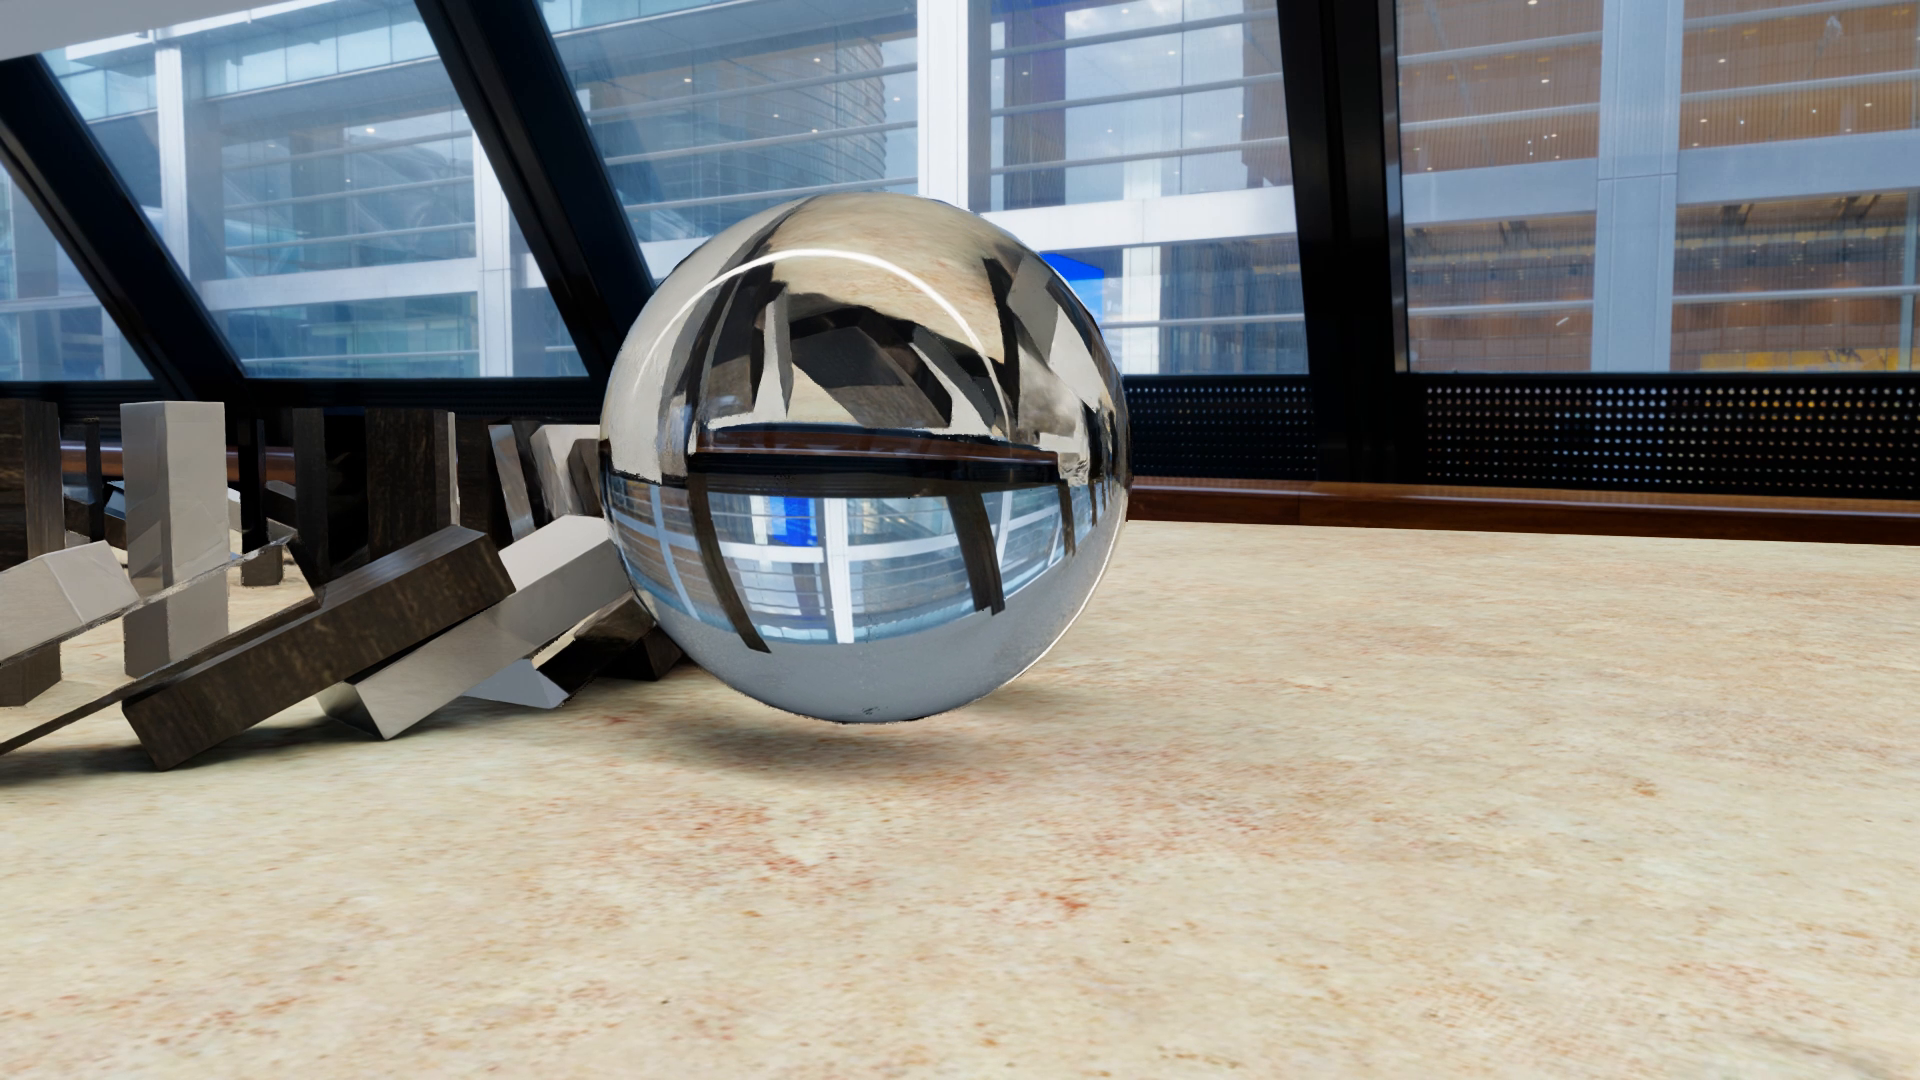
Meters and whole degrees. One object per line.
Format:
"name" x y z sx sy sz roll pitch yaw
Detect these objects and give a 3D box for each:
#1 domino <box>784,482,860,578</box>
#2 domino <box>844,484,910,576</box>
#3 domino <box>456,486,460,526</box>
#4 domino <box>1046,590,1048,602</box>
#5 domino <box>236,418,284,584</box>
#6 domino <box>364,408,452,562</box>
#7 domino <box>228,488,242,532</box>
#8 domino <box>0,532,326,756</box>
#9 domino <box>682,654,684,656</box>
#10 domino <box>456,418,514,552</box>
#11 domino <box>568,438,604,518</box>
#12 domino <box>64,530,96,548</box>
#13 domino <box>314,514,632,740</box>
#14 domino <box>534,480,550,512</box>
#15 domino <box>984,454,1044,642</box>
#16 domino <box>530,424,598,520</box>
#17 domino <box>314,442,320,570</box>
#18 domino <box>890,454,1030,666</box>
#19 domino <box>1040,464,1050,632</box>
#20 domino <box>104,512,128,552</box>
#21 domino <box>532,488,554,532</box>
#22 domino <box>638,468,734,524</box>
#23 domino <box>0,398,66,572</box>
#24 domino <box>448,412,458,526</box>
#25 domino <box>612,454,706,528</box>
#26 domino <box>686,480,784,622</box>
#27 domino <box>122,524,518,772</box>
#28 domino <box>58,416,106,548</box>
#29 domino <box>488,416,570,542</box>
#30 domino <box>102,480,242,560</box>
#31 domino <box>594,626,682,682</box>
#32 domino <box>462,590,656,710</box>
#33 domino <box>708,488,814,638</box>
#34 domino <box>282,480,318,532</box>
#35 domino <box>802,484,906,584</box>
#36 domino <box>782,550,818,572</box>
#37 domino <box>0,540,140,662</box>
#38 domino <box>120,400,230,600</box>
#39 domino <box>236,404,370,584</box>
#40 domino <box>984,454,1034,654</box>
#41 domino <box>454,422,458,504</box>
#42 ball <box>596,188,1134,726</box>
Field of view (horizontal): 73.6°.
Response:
"domino" -0.047 -0.004 0.431 0.025 0.009 0.050 -4 30 -42
"domino" -0.014 -0.002 0.395 0.025 0.009 0.050 -2 30 -29
"domino" -0.181 -0.008 0.484 0.050 0.009 0.025 24 6 3
"domino" 0.007 0.003 0.327 0.025 0.010 0.050 0 29 -2
"domino" -0.219 -0.013 0.402 0.010 0.050 0.025 -2 5 -24
"domino" -0.127 -0.004 0.283 0.025 0.050 0.009 0 4 -4
"domino" -0.254 -0.007 0.467 0.050 0.010 0.025 24 -2 -15
"domino" -0.113 0.015 0.172 0.050 0.009 0.025 -28 15 -21
"domino" -0.054 0.007 0.276 0.025 0.009 0.050 1 31 15
"domino" -0.146 -0.013 0.405 0.009 0.050 0.025 0 4 14
"domino" -0.096 -0.008 0.380 0.025 0.050 0.010 -3 -36 -39
"domino" -0.313 -0.004 0.423 0.050 0.009 0.025 28 -16 -40
"domino" -0.076 0.012 0.206 0.025 0.009 0.050 5 31 46
"domino" -0.131 -0.008 0.480 0.050 0.010 0.025 28 14 20
"domino" 0.006 0.001 0.290 0.025 0.009 0.050 0 46 5
"domino" -0.112 -0.011 0.393 0.025 0.050 0.009 -4 -23 -47
"domino" -0.195 -0.013 0.408 0.009 0.050 0.025 -1 4 -7
"domino" 0.001 0.003 0.262 0.025 0.009 0.050 0 46 5
"domino" 0.008 0.001 0.306 0.025 0.009 0.050 0 41 5
"domino" -0.296 -0.005 0.442 0.050 0.009 0.025 27 -11 -31
"domino" -0.157 -0.008 0.483 0.050 0.010 0.025 26 9 9
"domino" -0.070 -0.001 0.346 0.025 0.009 0.050 -2 38 -24
"domino" -0.165 0.001 0.224 0.009 0.050 0.025 -2 5 -23
"domino" -0.134 -0.005 0.306 0.025 0.050 0.009 -2 5 -24
"domino" -0.081 -0.004 0.365 0.025 0.009 0.050 -2 44 -27
"domino" -0.058 0.002 0.325 0.025 0.009 0.050 0 34 -6
"domino" -0.093 0.014 0.187 0.050 0.010 0.025 -30 19 -27
"domino" -0.258 -0.010 0.373 0.025 0.050 0.009 4 6 43
"domino" -0.129 -0.013 0.400 0.010 0.050 0.025 -15 -3 26
"domino" -0.276 -0.006 0.457 0.050 0.009 0.025 24 -5 -20
"domino" -0.058 0.009 0.252 0.025 0.009 0.050 2 30 22
"domino" -0.065 0.011 0.229 0.025 0.009 0.050 3 30 31
"domino" -0.052 0.004 0.301 0.025 0.009 0.050 1 32 8
"domino" -0.230 -0.008 0.475 0.050 0.009 0.025 24 1 -9
"domino" -0.029 -0.003 0.414 0.025 0.010 0.050 -3 29 -34
"domino" -0.065 -0.005 0.447 0.025 0.010 0.050 -4 30 -46
"domino" -0.134 0.016 0.160 0.050 0.010 0.025 -27 12 -15
"domino" -0.146 0.000 0.239 0.025 0.050 0.009 4 6 41
"domino" -0.132 -0.002 0.259 0.025 0.050 0.010 2 5 25
"domino" 0.003 0.002 0.276 0.025 0.010 0.050 0 46 5
"domino" -0.171 -0.013 0.409 0.009 0.050 0.025 0 4 4
"ball" -0.014 -0.012 0.196 0.080 0.080 0.080 0 4 0
